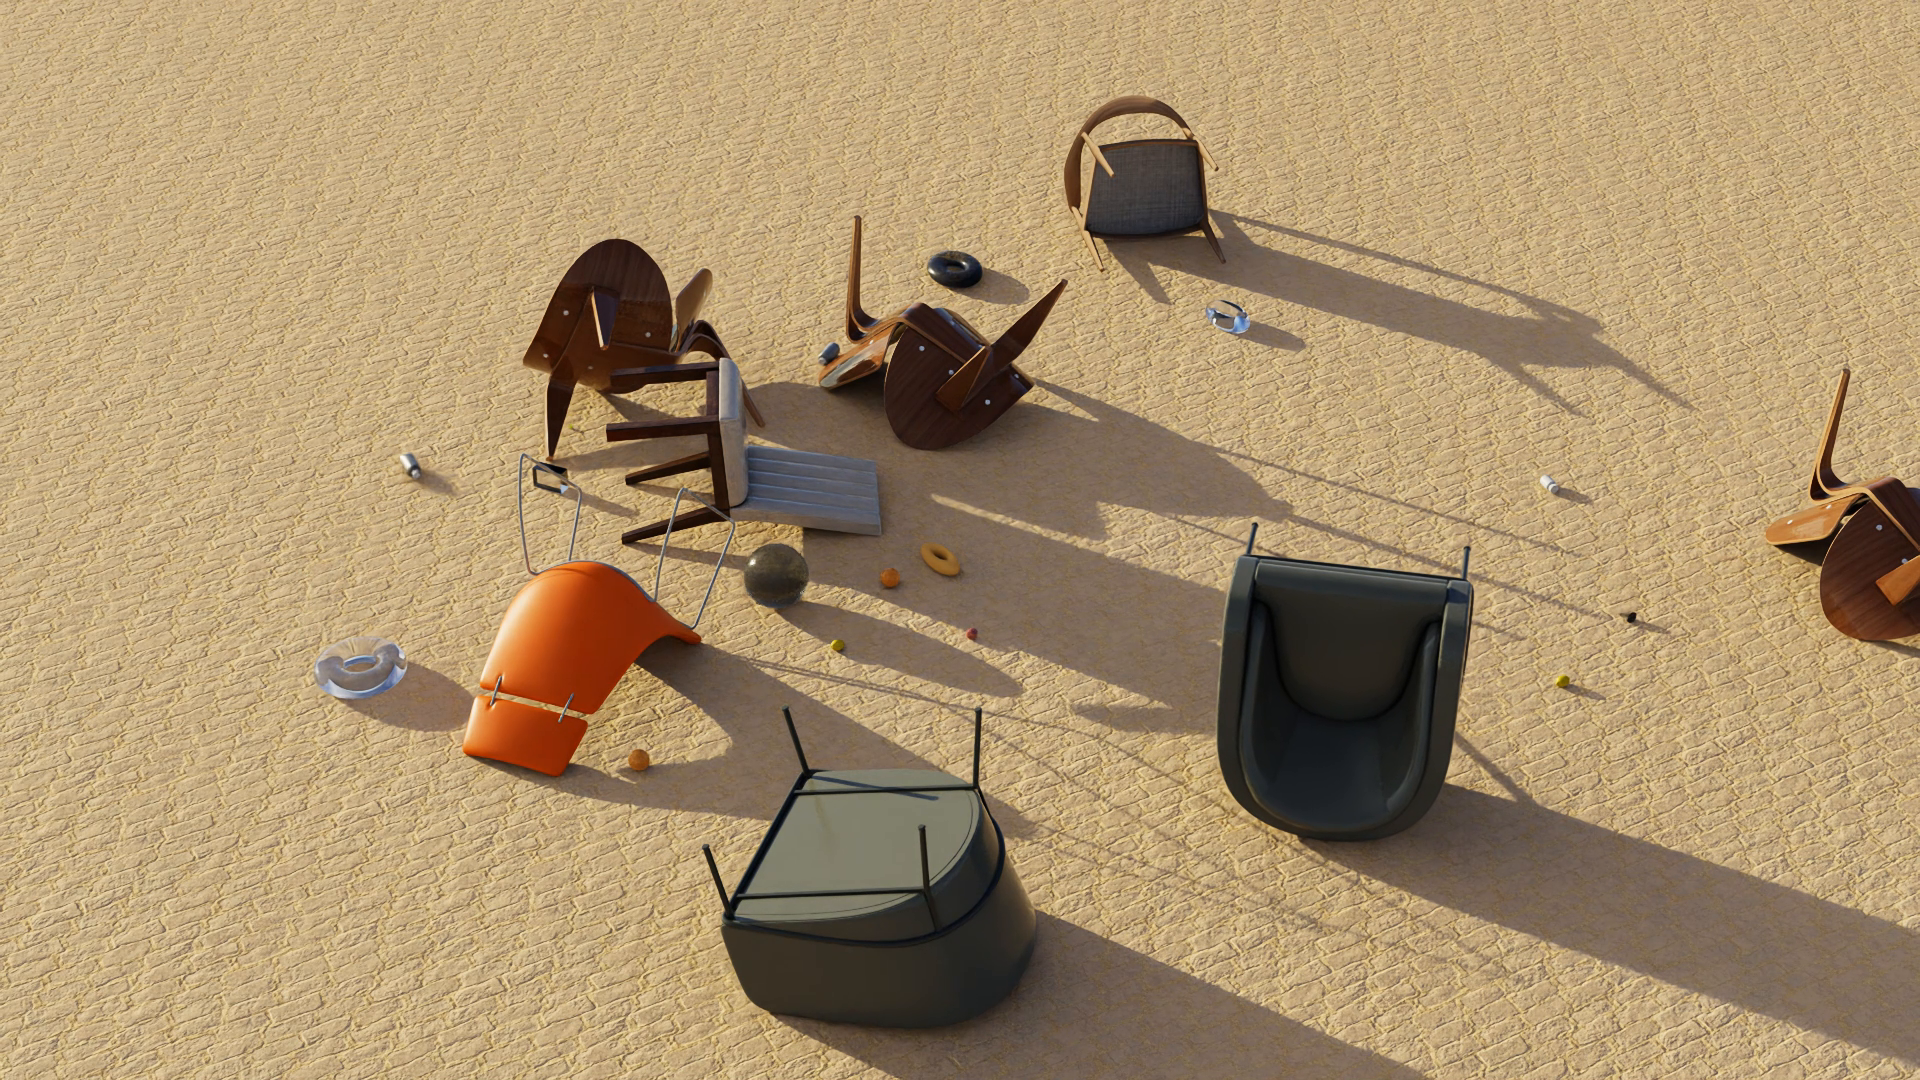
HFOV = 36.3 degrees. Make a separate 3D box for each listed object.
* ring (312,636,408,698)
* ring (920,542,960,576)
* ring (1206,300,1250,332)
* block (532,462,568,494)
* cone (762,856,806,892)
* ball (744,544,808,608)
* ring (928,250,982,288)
[{"bbox_3d":[-2.086,0.443,10.198,0.324,0.084,0.328,11,34,18],"label":"ring"},{"bbox_3d":[-0.073,0.069,10.789,0.095,0.057,0.213,-23,39,-28],"label":"ring"},{"bbox_3d":[1.123,-0.938,12.307,0.146,0.069,0.239,-23,41,-28],"label":"ring"},{"bbox_3d":[-1.569,-0.239,11.234,0.125,0.081,0.055,15,36,21],"label":"block"},{"bbox_3d":[-0.574,1.078,9.270,0.126,0.088,0.150,-32,41,-12],"label":"cone"},{"bbox_3d":[-0.661,0.129,10.534,0.236,0.236,0.236,0,33,0],"label":"ball"},{"bbox_3d":[-0.022,-1.169,12.662,0.234,0.063,0.305,-12,34,-16],"label":"ring"}]
